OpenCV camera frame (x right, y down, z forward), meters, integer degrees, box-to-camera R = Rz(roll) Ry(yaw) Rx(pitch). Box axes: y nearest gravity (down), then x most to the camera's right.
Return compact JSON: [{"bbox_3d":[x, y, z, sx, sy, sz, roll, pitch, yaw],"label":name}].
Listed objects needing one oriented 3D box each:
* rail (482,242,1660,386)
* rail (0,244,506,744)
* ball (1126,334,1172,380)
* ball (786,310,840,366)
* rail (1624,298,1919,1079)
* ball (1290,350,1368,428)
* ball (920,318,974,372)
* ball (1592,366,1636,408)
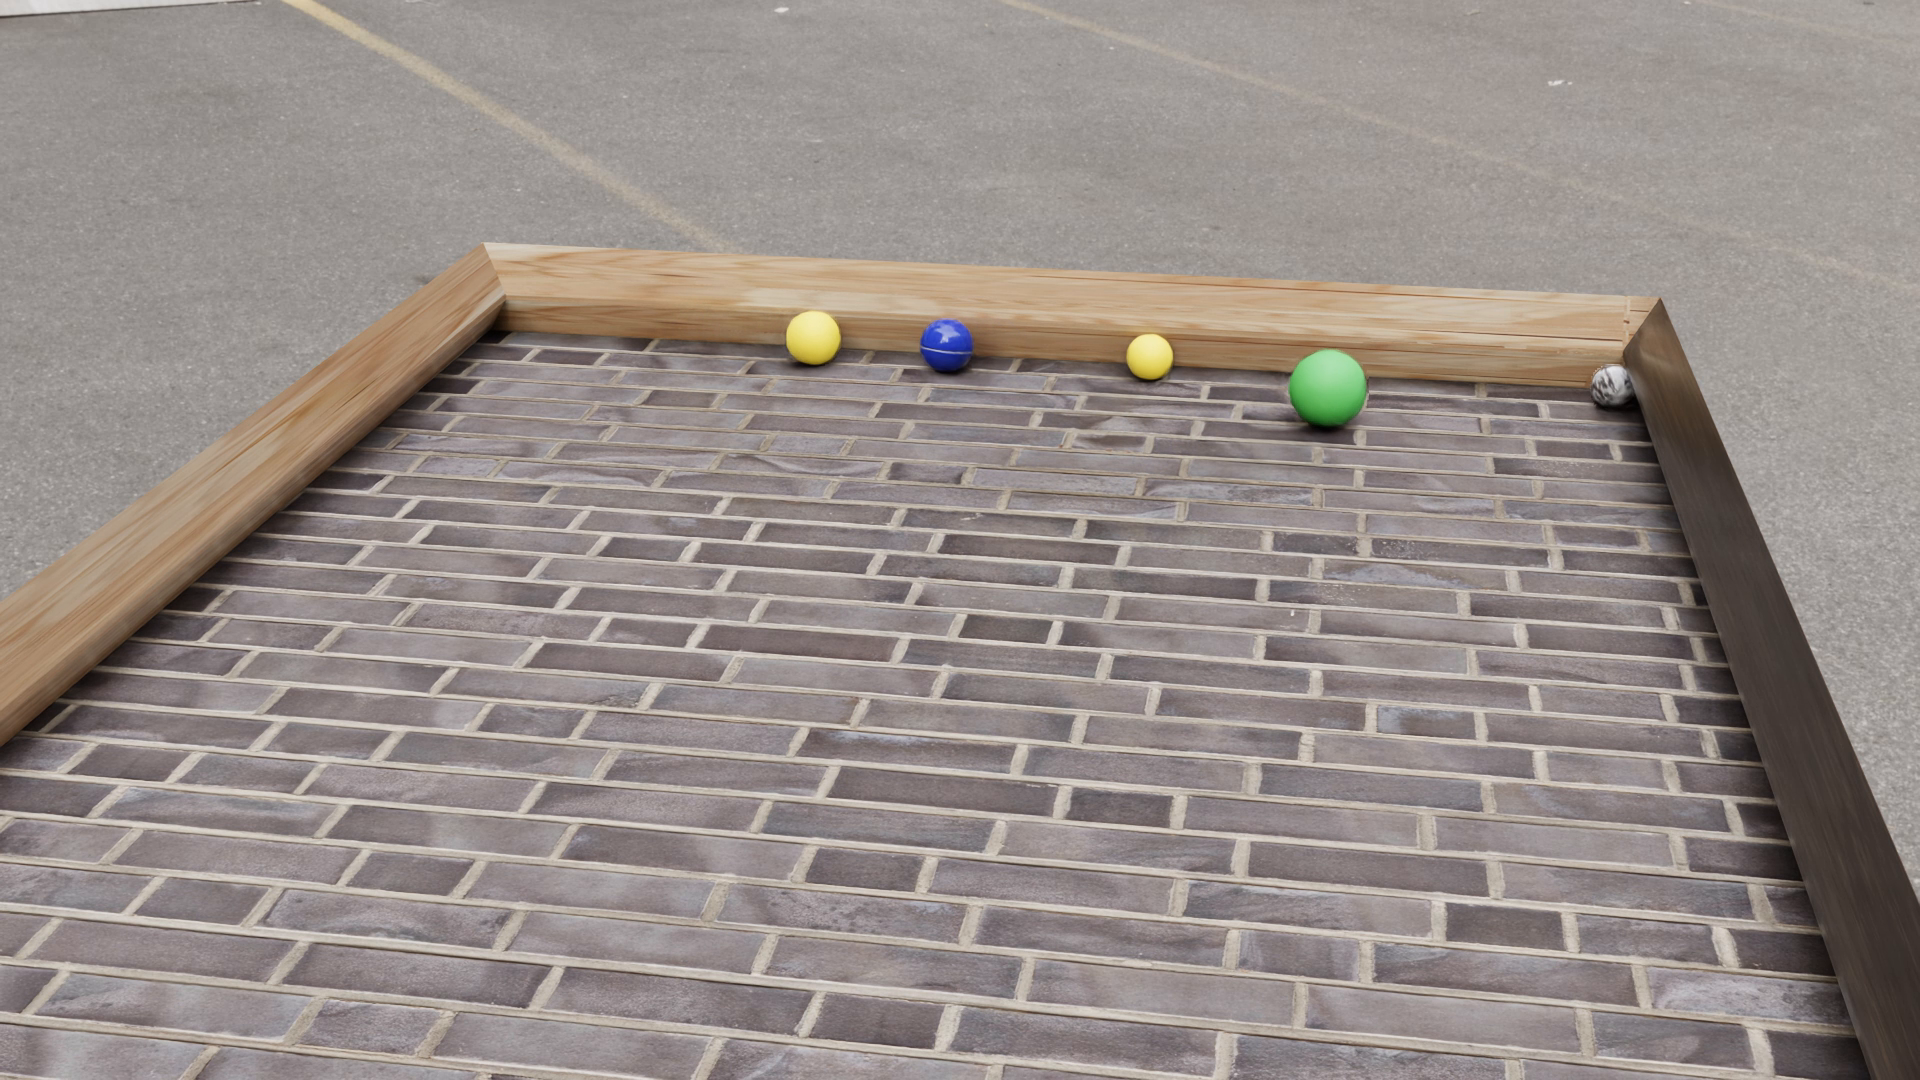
[{"bbox_3d":[0.113,-0.294,2.926,1.578,0.124,0.045,4,24,9],"label":"rail"},{"bbox_3d":[-0.872,0.205,1.771,0.045,0.124,2.853,4,24,9],"label":"rail"},{"bbox_3d":[0.248,-0.240,2.882,0.061,0.061,0.061,0,23,0],"label":"ball"},{"bbox_3d":[-0.196,-0.270,2.937,0.072,0.072,0.072,0,23,0],"label":"ball"},{"bbox_3d":[0.638,0.305,1.540,0.045,0.124,2.853,4,24,9],"label":"rail"},{"bbox_3d":[0.454,-0.186,2.715,0.095,0.095,0.095,0,23,0],"label":"ball"},{"bbox_3d":[-0.016,-0.258,2.911,0.071,0.071,0.071,0,23,0],"label":"ball"},{"bbox_3d":[0.827,-0.193,2.784,0.054,0.054,0.054,0,23,0],"label":"ball"}]
